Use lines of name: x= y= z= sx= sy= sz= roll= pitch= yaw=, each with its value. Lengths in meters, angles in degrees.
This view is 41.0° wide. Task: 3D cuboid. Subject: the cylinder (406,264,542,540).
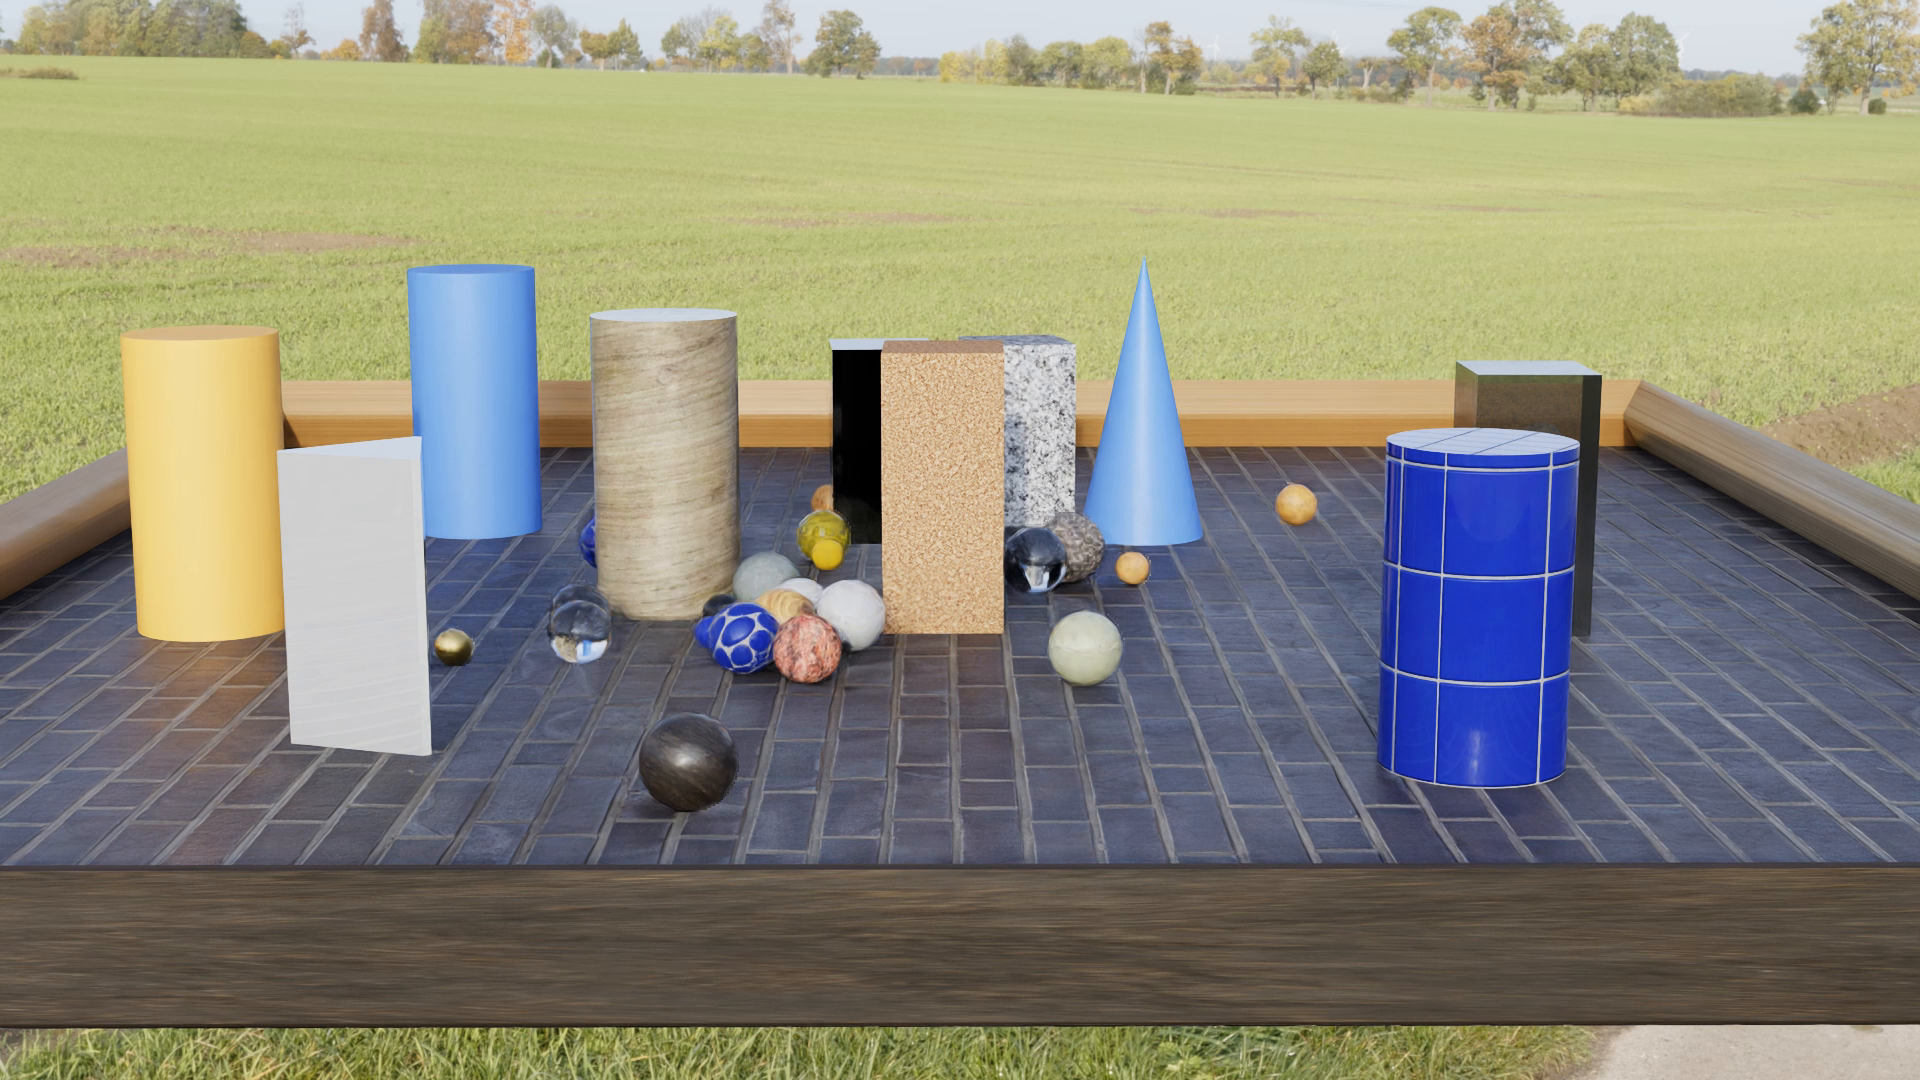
cylinder: x=-0.764 y=-0.221 z=4.046 sx=0.196 sy=0.411 sz=0.196 roll=0 pitch=11 yaw=0

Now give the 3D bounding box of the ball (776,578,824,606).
ball: x=-0.205 y=0.089 z=3.275 sx=0.082 sy=0.082 sz=0.082 roll=0 pitch=11 yaw=0

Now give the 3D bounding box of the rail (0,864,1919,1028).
rail: x=0.009 y=0.305 z=1.978 sx=2.645 sy=0.127 sz=0.045 roll=0 pitch=11 yaw=0

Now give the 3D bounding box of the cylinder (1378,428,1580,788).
cylinder: x=0.539 y=0.067 z=2.679 sx=0.196 sy=0.343 sz=0.196 roll=0 pitch=11 yaw=0

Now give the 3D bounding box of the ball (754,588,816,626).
ball: x=-0.221 y=0.103 z=3.187 sx=0.087 sy=0.087 sz=0.087 roll=0 pitch=11 yaw=0

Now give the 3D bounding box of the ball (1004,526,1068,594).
ball: x=0.103 y=0.028 z=3.570 sx=0.094 sy=0.094 sz=0.094 roll=0 pitch=11 yaw=0

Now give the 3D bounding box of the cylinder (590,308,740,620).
cylinder: x=-0.396 y=-0.106 z=3.464 sx=0.196 sy=0.397 sz=0.196 roll=0 pitch=11 yaw=0

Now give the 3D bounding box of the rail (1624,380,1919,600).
rail: x=1.299 y=0.031 z=3.456 sx=0.045 sy=0.127 sz=3.038 roll=0 pitch=11 yaw=0

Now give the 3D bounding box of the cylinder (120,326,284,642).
cylinder: x=-0.979 y=-0.077 z=3.340 sx=0.196 sy=0.386 sz=0.196 roll=0 pitch=11 yaw=0

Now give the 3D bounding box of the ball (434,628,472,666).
ball: x=-0.621 y=0.132 z=3.144 sx=0.046 sy=0.046 sz=0.046 roll=0 pitch=11 yaw=0

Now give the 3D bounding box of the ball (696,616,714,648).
ball: x=-0.313 y=0.116 z=3.238 sx=0.042 sy=0.042 sz=0.042 roll=0 pitch=11 yaw=0

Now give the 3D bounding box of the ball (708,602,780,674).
ball: x=-0.260 y=0.118 z=3.102 sx=0.088 sy=0.088 sz=0.088 roll=0 pitch=11 yaw=0

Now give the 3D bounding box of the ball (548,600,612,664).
ball: x=-0.467 y=0.113 z=3.152 sx=0.079 sy=0.079 sz=0.079 roll=0 pitch=11 yaw=0

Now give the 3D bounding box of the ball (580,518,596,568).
ball: x=-0.508 y=0.003 z=3.723 sx=0.087 sy=0.087 sz=0.087 roll=0 pitch=11 yaw=0

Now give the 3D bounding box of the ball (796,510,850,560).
ball: x=-0.203 y=-0.005 z=3.794 sx=0.079 sy=0.079 sz=0.079 roll=0 pitch=11 yaw=0

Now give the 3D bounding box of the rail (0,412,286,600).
rail: x=-1.299 y=0.034 z=3.442 sx=0.045 sy=0.127 sz=3.038 roll=0 pitch=11 yaw=0

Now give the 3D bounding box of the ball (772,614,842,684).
ball: x=-0.182 y=0.130 z=3.053 sx=0.083 sy=0.083 sz=0.083 roll=0 pitch=11 yaw=0

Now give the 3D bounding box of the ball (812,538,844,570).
ball: x=-0.193 y=0.021 z=3.737 sx=0.047 sy=0.047 sz=0.047 roll=0 pitch=11 yaw=0

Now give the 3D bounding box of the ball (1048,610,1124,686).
ball: x=0.149 y=0.129 z=3.043 sx=0.089 sy=0.089 sz=0.089 roll=0 pitch=11 yaw=0

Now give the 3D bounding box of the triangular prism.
triangular prism: x=-0.625 y=0.055 z=2.806 sx=0.170 sy=0.320 sz=0.147 roll=4 pitch=11 yaw=19

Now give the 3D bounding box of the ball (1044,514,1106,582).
ball: x=0.157 y=0.012 z=3.649 sx=0.098 sy=0.098 sz=0.098 roll=0 pitch=11 yaw=0

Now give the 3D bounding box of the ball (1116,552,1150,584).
ball: x=0.244 y=0.040 z=3.636 sx=0.048 sy=0.048 sz=0.048 roll=0 pitch=11 yaw=0

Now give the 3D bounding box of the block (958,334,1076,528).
block: x=0.091 y=-0.179 z=4.149 sx=0.157 sy=0.290 sz=0.157 roll=-2 pitch=11 yaw=-12

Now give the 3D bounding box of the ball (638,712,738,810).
ball: x=-0.269 y=0.219 z=2.535 sx=0.097 sy=0.097 sz=0.097 roll=0 pitch=11 yaw=0

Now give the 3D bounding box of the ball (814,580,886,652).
ball: x=-0.138 y=0.095 z=3.220 sx=0.091 sy=0.091 sz=0.091 roll=0 pitch=11 yaw=0

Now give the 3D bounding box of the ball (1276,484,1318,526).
ball: x=0.538 y=-0.056 z=4.102 sx=0.066 sy=0.066 sz=0.066 roll=0 pitch=11 yaw=0

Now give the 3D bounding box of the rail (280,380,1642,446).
rail: x=-0.009 y=-0.240 z=4.919 sx=2.645 sy=0.127 sz=0.045 roll=0 pitch=11 yaw=0

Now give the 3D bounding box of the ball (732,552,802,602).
ball: x=-0.255 y=0.061 z=3.397 sx=0.092 sy=0.092 sz=0.092 roll=0 pitch=11 yaw=0

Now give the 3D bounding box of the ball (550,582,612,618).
ball: x=-0.483 y=0.094 z=3.262 sx=0.078 sy=0.078 sz=0.078 roll=0 pitch=11 yaw=0

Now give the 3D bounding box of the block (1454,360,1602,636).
block: x=0.736 y=-0.057 z=3.357 sx=0.157 sy=0.339 sz=0.157 roll=0 pitch=11 yaw=1

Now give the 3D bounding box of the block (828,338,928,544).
block: x=-0.122 y=-0.156 z=4.000 sx=0.157 sy=0.300 sz=0.157 roll=-1 pitch=11 yaw=-5

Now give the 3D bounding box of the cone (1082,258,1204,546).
cone: x=0.284 y=-0.225 z=3.991 sx=0.196 sy=0.438 sz=0.196 roll=0 pitch=11 yaw=0

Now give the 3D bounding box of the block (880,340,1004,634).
block: x=-0.022 y=-0.072 z=3.371 sx=0.157 sy=0.365 sz=0.157 roll=0 pitch=11 yaw=0

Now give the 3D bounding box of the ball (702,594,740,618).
ball: x=-0.306 y=0.096 z=3.316 sx=0.054 sy=0.054 sz=0.054 roll=0 pitch=11 yaw=0

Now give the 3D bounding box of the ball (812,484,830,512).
ball: x=-0.210 y=-0.059 z=4.133 sx=0.061 sy=0.061 sz=0.061 roll=0 pitch=11 yaw=0
